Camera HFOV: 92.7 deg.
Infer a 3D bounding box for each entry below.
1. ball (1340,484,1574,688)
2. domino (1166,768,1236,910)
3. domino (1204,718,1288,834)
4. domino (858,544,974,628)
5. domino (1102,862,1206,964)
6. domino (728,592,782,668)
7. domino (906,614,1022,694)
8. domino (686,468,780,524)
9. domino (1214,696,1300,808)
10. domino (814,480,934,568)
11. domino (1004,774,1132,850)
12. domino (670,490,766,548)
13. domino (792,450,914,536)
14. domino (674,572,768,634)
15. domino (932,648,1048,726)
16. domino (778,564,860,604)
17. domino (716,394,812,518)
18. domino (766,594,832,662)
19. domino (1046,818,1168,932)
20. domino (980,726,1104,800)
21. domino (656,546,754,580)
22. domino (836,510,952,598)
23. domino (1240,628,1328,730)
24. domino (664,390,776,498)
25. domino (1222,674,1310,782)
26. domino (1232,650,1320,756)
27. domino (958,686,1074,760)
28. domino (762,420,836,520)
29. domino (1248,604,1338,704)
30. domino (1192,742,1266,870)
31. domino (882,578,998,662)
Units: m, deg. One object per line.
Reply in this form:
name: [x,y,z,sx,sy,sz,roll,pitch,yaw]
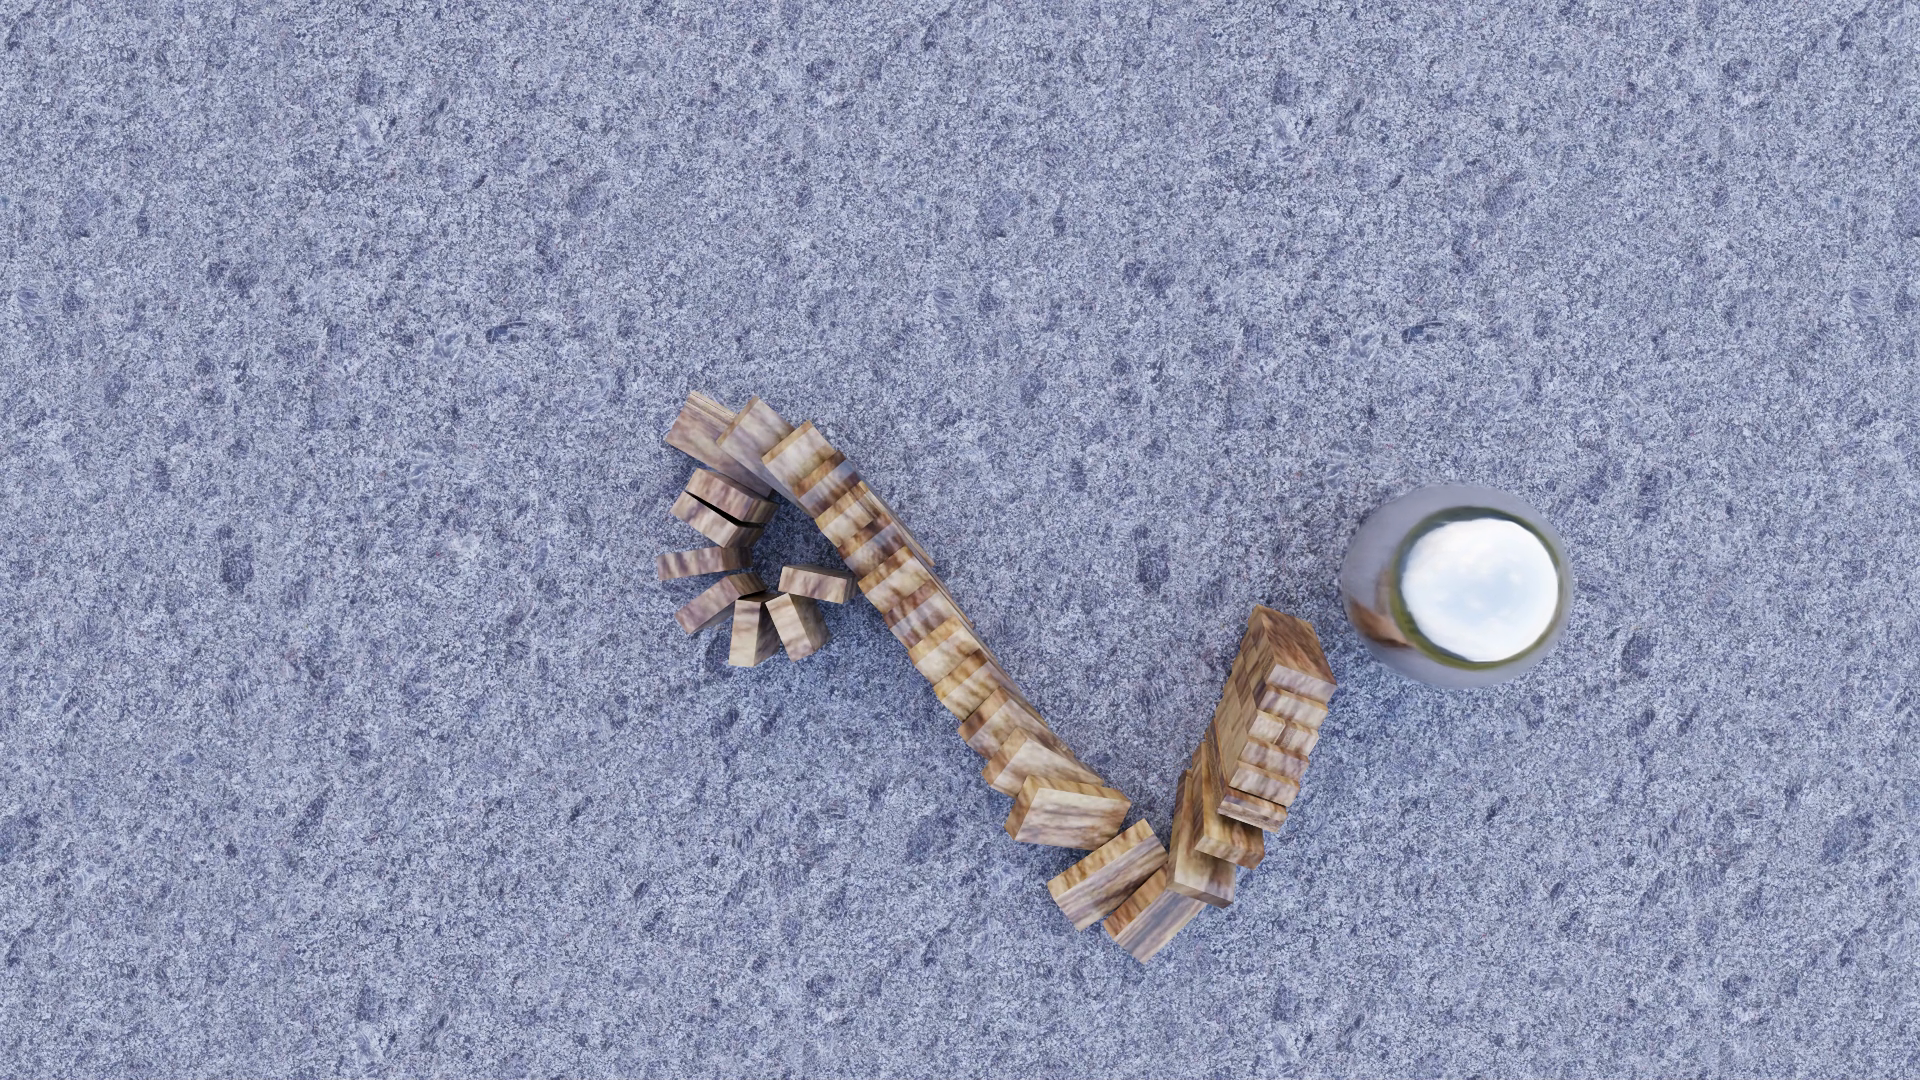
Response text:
ball: [0.193,0.018,0.360,0.080,0.080,0.080,0,90,0]
domino: [0.102,0.123,0.381,0.025,0.010,0.050,20,51,0]
domino: [0.116,0.095,0.376,0.025,0.050,0.009,20,116,0]
domino: [-0.018,0.027,0.381,0.025,0.010,0.050,-38,128,0]
domino: [0.087,0.155,0.390,0.050,0.009,0.025,-44,118,0]
domino: [-0.082,0.036,0.375,0.010,0.050,0.025,7,90,0]
domino: [0.003,0.056,0.382,0.025,0.009,0.050,-39,125,0]
domino: [-0.092,-0.017,0.375,0.025,0.050,0.010,29,90,0]
domino: [0.121,0.085,0.375,0.025,0.050,0.009,20,115,0]
domino: [-0.035,0.001,0.381,0.025,0.009,0.050,-40,128,0]
domino: [0.045,0.114,0.381,0.050,0.010,0.025,17,101,-30]
domino: [-0.098,-0.008,0.375,0.025,0.050,0.009,34,90,0]
domino: [-0.044,-0.011,0.381,0.025,0.009,0.050,-40,128,0]
domino: [-0.097,0.025,0.375,0.025,0.050,0.009,-36,90,0]
domino: [0.013,0.070,0.382,0.025,0.009,0.050,-40,125,0]
domino: [-0.056,0.017,0.375,0.025,0.050,0.009,12,90,0]
domino: [-0.074,-0.034,0.383,0.050,0.009,0.025,40,90,-30]
domino: [-0.065,0.034,0.375,0.009,0.050,0.025,-24,90,0]
domino: [0.065,0.143,0.390,0.050,0.010,0.025,-34,118,0]
domino: [0.035,0.099,0.382,0.050,0.009,0.025,35,95,-32]
domino: [-0.103,0.009,0.375,0.025,0.050,0.010,-9,90,0]
domino: [-0.026,0.014,0.381,0.025,0.010,0.050,-38,128,-1]
domino: [0.132,0.056,0.375,0.025,0.050,0.009,20,115,0]
domino: [-0.098,-0.041,0.395,0.050,0.010,0.025,29,90,0]
domino: [0.124,0.075,0.375,0.025,0.050,0.009,20,115,0]
domino: [0.128,0.066,0.375,0.025,0.050,0.010,20,115,0]
domino: [0.024,0.084,0.382,0.025,0.009,0.050,-46,124,0]
domino: [-0.056,-0.023,0.383,0.025,0.009,0.050,-40,122,0]
domino: [0.135,0.046,0.375,0.025,0.050,0.009,20,115,0]
domino: [0.110,0.108,0.377,0.025,0.050,0.009,20,125,0]
domino: [-0.008,0.041,0.381,0.025,0.009,0.050,-38,126,-1]
